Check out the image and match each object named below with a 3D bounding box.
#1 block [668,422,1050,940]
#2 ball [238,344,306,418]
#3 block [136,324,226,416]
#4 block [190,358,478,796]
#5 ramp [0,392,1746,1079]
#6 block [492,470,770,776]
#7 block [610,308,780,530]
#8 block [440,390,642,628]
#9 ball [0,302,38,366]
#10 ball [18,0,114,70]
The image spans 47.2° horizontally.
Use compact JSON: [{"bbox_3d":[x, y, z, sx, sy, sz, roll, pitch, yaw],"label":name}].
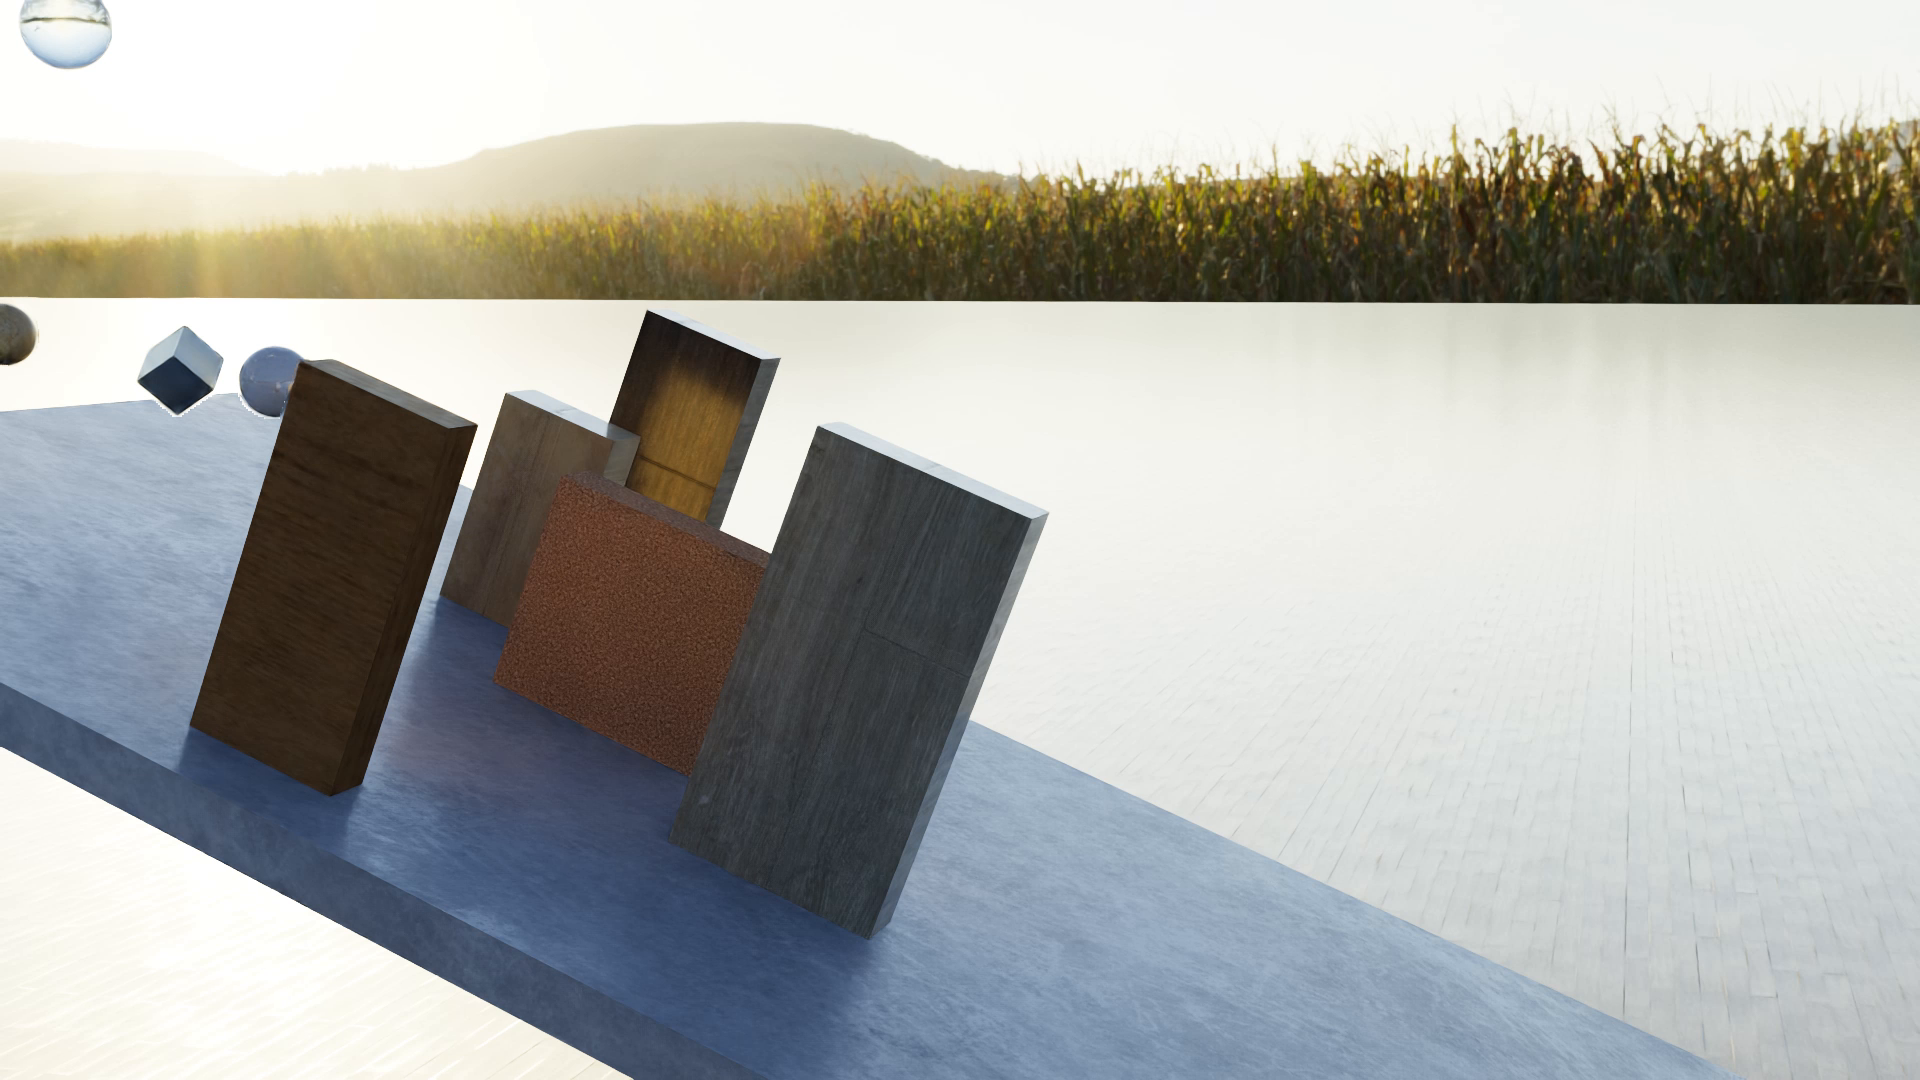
[{"bbox_3d":[-0.180,0.239,3.756,0.399,0.784,0.114,24,13,13],"label":"block"},{"bbox_3d":[-1.419,-0.329,4.564,0.152,0.152,0.152,0,7,0],"label":"ball"},{"bbox_3d":[-1.625,-0.355,4.588,0.112,0.112,0.112,-29,37,20],"label":"block"},{"bbox_3d":[-1.006,0.060,3.521,0.277,0.638,0.094,24,13,13],"label":"block"},{"bbox_3d":[-0.316,0.566,4.200,4.000,0.100,2.000,24,13,13],"label":"ramp"},{"bbox_3d":[-0.613,0.157,4.210,0.449,0.434,0.114,24,13,13],"label":"block"},{"bbox_3d":[-0.665,-0.170,5.015,0.297,0.645,0.115,24,13,13],"label":"block"},{"bbox_3d":[-0.878,-0.050,4.597,0.262,0.459,0.126,24,13,13],"label":"block"},{"bbox_3d":[-1.849,-0.397,4.248,0.124,0.124,0.124,0,7,0],"label":"ball"},{"bbox_3d":[-1.833,-1.055,4.510,0.181,0.181,0.181,0,7,0],"label":"ball"}]
